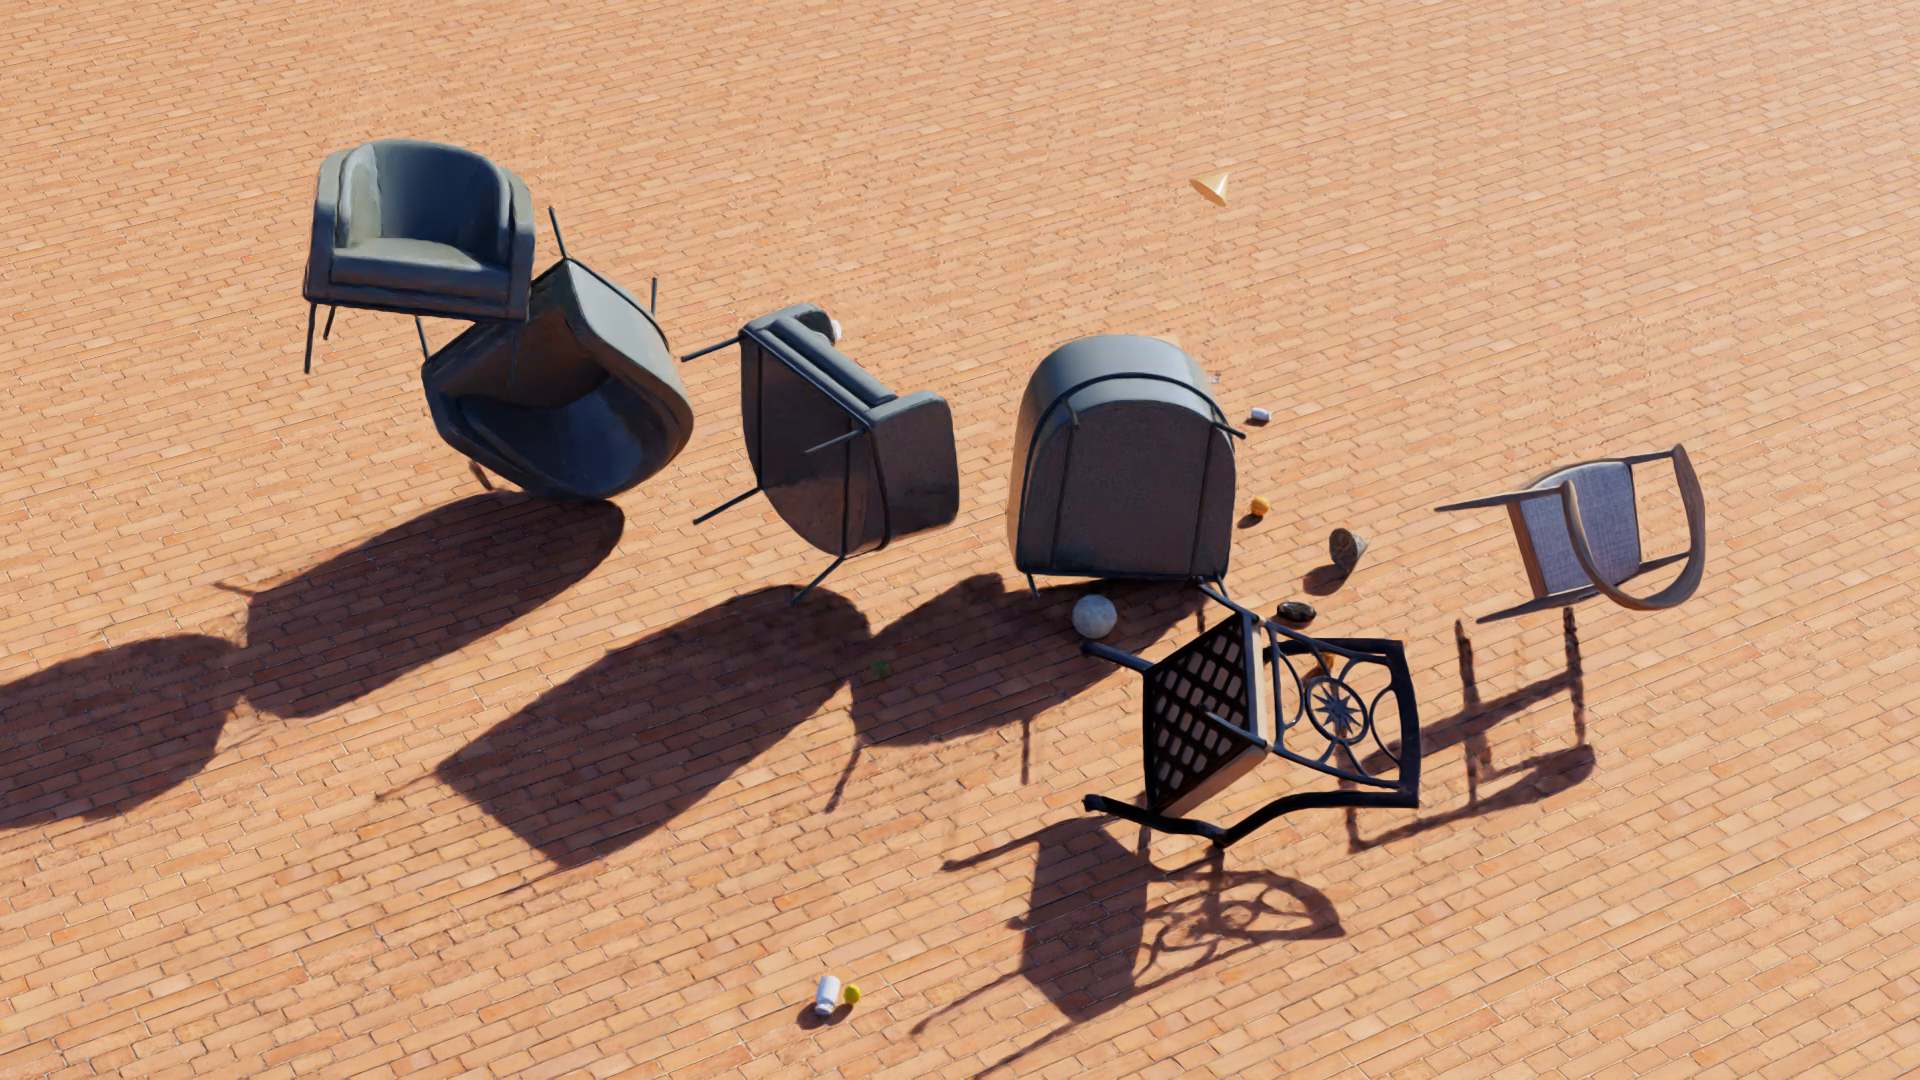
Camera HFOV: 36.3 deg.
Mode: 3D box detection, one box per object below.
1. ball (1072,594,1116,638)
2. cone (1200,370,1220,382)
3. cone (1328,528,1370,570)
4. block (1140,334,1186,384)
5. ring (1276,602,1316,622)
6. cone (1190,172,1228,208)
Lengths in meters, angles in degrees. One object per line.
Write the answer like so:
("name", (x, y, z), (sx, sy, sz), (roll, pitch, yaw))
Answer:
("ball", (0.476, 0.271, 10.390), (0.159, 0.159, 0.159), (0, 33, 0))
("cone", (1.008, -0.674, 11.921), (0.085, 0.054, 0.053), (18, 69, 27))
("cone", (1.464, 0.020, 10.803), (0.151, 0.159, 0.147), (-12, -8, -38))
("block", (0.826, -0.739, 11.970), (0.151, 0.106, 0.196), (-4, 34, -6))
("ring", (1.206, 0.257, 10.513), (0.145, 0.046, 0.083), (9, 33, 12))
("cone", (1.072, -1.486, 12.175), (0.126, 0.151, 0.273), (-47, 29, -2))
